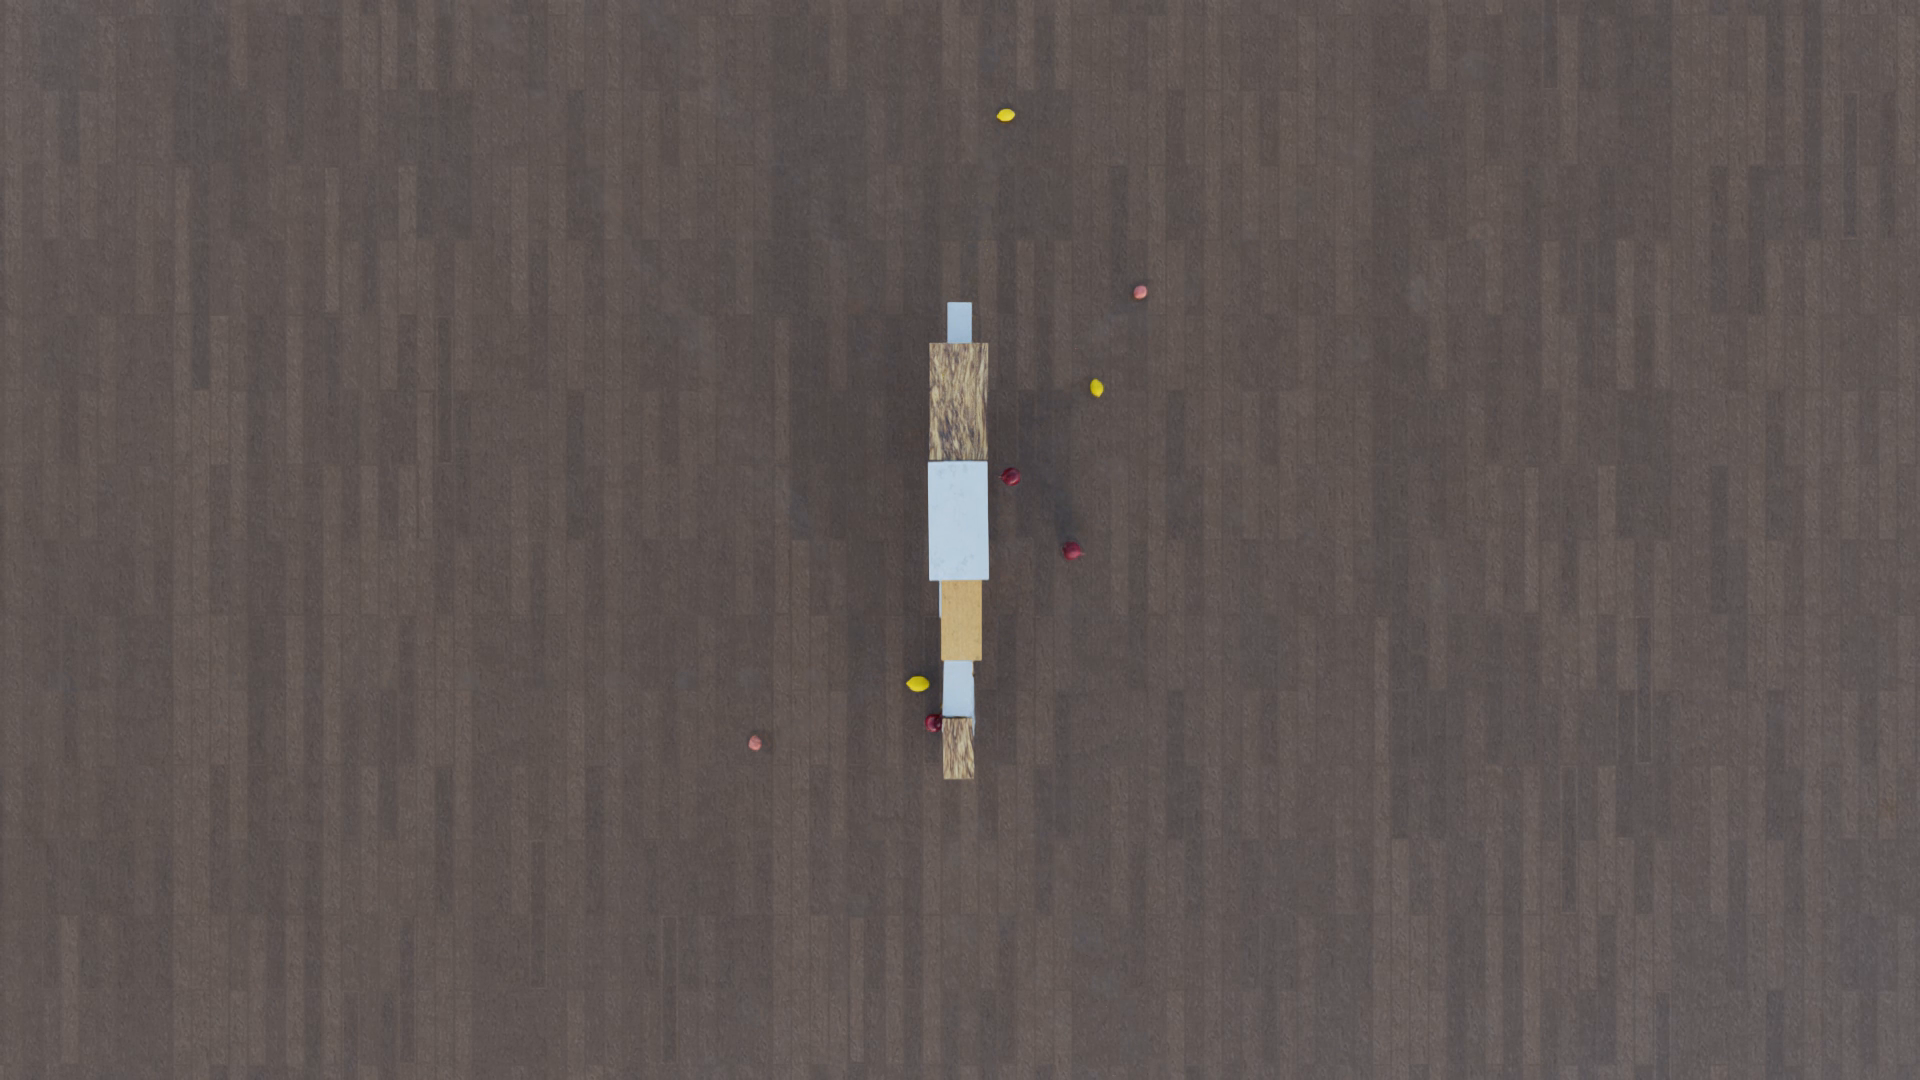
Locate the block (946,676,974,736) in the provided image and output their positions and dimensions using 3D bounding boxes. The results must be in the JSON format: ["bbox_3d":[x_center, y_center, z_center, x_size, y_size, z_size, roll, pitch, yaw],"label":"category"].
[{"bbox_3d":[-0.001,0.534,5.299,0.094,0.027,0.187,0,90,0],"label":"block"}]

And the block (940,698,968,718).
[{"bbox_3d":[-0.020,0.534,5.199,0.087,0.174,0.025,33,89,0],"label":"block"}]

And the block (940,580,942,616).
[{"bbox_3d":[0.001,0.111,5.218,0.132,0.037,0.264,0,90,0],"label":"block"}]

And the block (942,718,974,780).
[{"bbox_3d":[-0.005,0.643,5.088,0.093,0.026,0.185,-1,90,0],"label":"block"}]

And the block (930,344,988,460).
[{"bbox_3d":[-0.003,-0.406,4.861,0.171,0.048,0.342,0,90,0],"label":"block"}]

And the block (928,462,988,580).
[{"bbox_3d":[-0.005,-0.056,4.830,0.172,0.049,0.345,-1,90,0],"label":"block"}]

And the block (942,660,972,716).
[{"bbox_3d":[-0.008,0.456,5.100,0.087,0.025,0.174,2,90,0],"label":"block"}]

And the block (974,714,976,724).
[{"bbox_3d":[0.002,0.588,5.406,0.094,0.187,0.027,9,90,0],"label":"block"}]

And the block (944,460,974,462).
[{"bbox_3d":[-0.003,-0.287,5.299,0.094,0.027,0.188,1,90,0],"label":"block"}]

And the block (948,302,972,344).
[{"bbox_3d":[-0.001,-0.656,5.071,0.073,0.021,0.147,0,90,0],"label":"block"}]

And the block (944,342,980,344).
[{"bbox_3d":[0.002,-0.505,5.245,0.119,0.034,0.239,0,90,0],"label":"block"}]

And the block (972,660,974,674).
[{"bbox_3d":[-0.003,0.340,5.302,0.092,0.026,0.184,0,90,0],"label":"block"}]

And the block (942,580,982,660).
[{"bbox_3d":[0.004,0.239,4.942,0.120,0.034,0.240,0,90,0],"label":"block"}]
